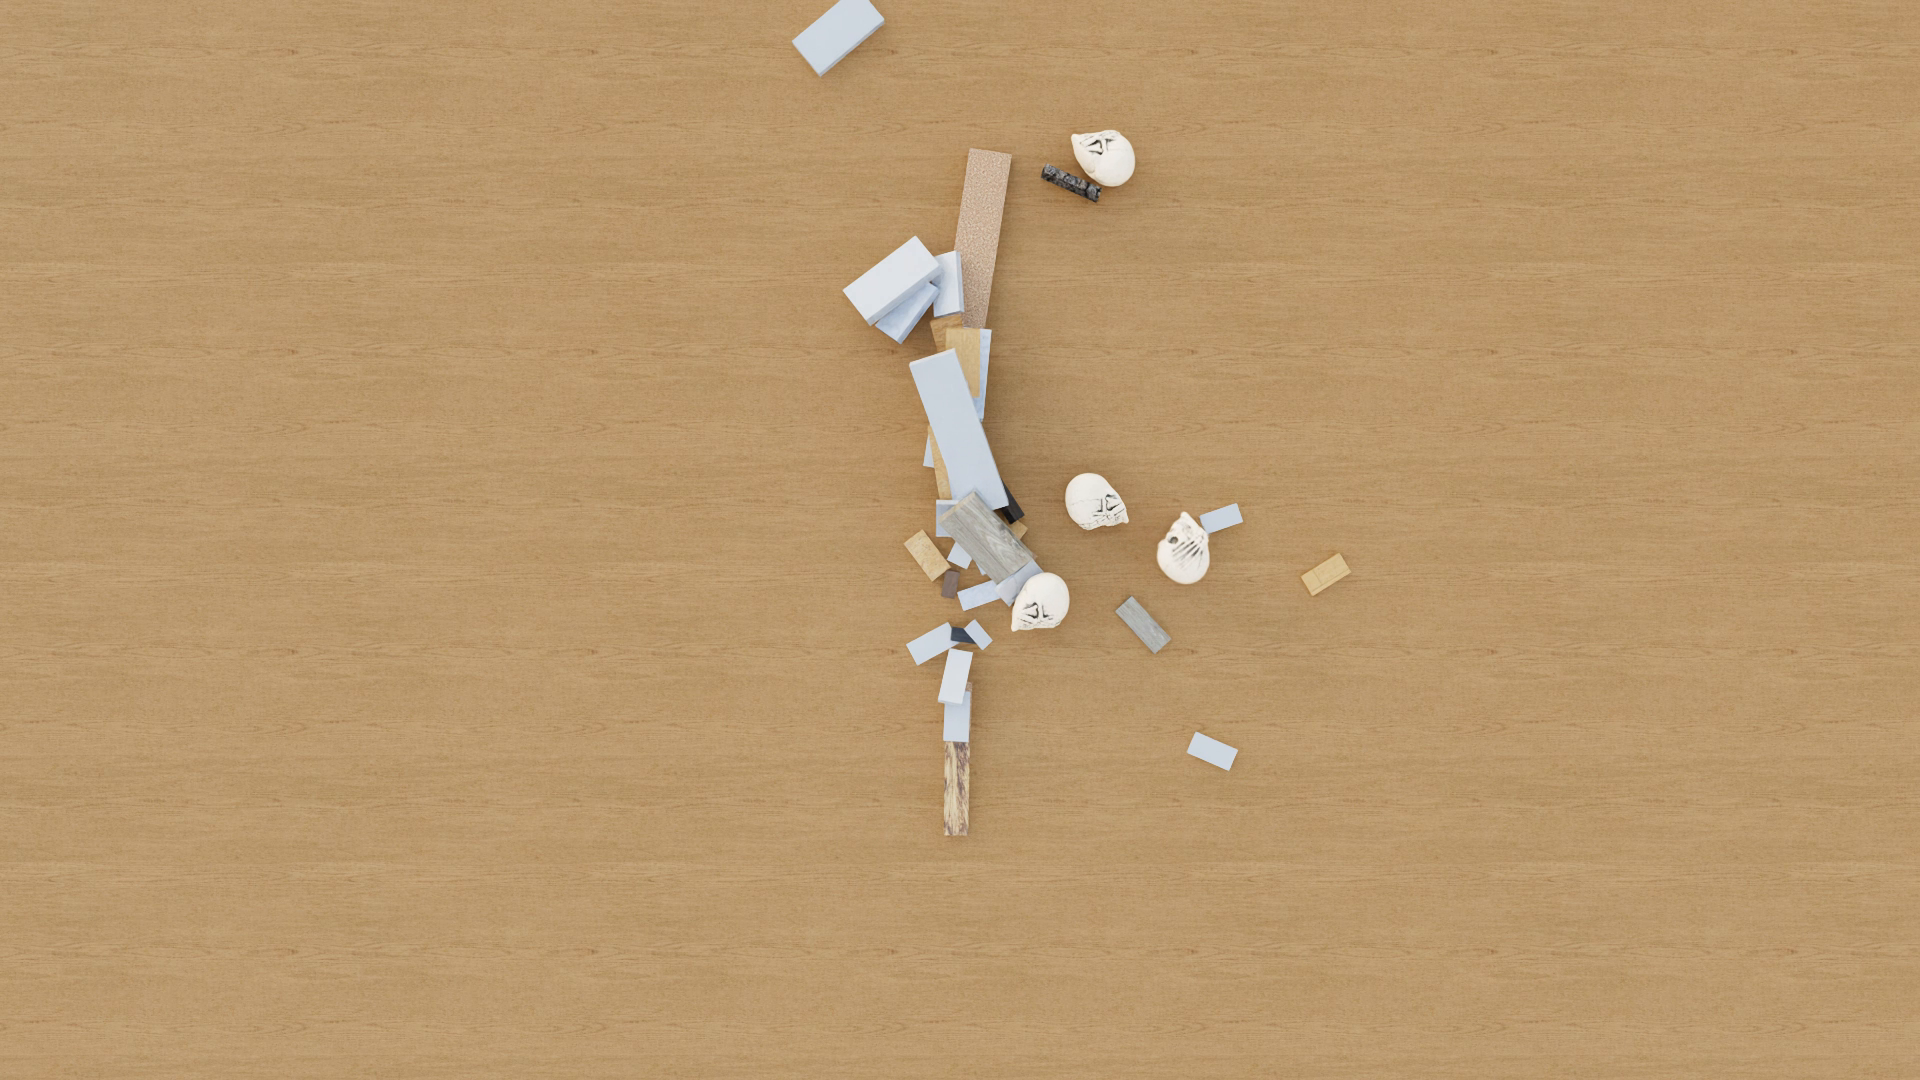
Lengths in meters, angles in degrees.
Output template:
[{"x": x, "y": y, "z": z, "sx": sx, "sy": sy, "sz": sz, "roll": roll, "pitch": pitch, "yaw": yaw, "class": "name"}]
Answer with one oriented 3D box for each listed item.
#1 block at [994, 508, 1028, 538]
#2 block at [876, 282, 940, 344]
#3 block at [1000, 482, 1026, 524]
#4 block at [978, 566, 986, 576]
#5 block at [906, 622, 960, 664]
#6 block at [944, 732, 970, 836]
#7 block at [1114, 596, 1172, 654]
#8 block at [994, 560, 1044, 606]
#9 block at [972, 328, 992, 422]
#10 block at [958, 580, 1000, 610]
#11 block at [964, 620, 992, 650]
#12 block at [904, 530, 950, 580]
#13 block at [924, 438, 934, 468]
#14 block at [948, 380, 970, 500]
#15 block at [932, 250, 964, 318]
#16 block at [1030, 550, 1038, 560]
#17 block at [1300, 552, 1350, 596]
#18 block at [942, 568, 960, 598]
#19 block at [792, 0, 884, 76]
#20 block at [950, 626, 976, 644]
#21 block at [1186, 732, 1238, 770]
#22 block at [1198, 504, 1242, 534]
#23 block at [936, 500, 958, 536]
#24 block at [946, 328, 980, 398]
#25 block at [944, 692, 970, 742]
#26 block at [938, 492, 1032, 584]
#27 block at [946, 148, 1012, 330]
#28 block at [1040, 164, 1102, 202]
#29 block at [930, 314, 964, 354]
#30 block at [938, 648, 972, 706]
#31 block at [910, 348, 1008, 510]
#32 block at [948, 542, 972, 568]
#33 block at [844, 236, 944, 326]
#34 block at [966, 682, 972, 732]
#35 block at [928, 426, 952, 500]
[{"x": 0.147, "y": -0.054, "z": 5.474, "sx": 0.146, "sy": 0.021, "sz": 0.073, "roll": 38, "pitch": 62, "yaw": 0, "class": "block"}, {"x": -0.173, "y": -0.766, "z": 5.457, "sx": 0.109, "sy": 0.031, "sz": 0.219, "roll": 38, "pitch": 91, "yaw": 31, "class": "block"}, {"x": 0.147, "y": -0.135, "z": 5.459, "sx": 0.023, "sy": 0.081, "sz": 0.163, "roll": -33, "pitch": 90, "yaw": 29, "class": "block"}, {"x": 0.076, "y": 0.046, "z": 5.464, "sx": 0.066, "sy": 0.019, "sz": 0.131, "roll": -25, "pitch": 114, "yaw": 2, "class": "block"}, {"x": -0.091, "y": 0.345, "z": 5.489, "sx": 0.158, "sy": 0.022, "sz": 0.079, "roll": -28, "pitch": 90, "yaw": 0, "class": "block"}, {"x": -0.010, "y": 0.737, "z": 5.488, "sx": 0.082, "sy": 0.023, "sz": 0.485, "roll": 1, "pitch": 90, "yaw": 0, "class": "block"}, {"x": 0.609, "y": 0.283, "z": 5.489, "sx": 0.075, "sy": 0.021, "sz": 0.193, "roll": -43, "pitch": 90, "yaw": 0, "class": "block"}, {"x": 0.197, "y": 0.137, "z": 5.467, "sx": 0.163, "sy": 0.023, "sz": 0.081, "roll": -42, "pitch": 125, "yaw": 0, "class": "block"}, {"x": 0.013, "y": -0.543, "z": 5.381, "sx": 0.151, "sy": 0.043, "sz": 0.301, "roll": 6, "pitch": 78, "yaw": -1, "class": "block"}, {"x": 0.063, "y": 0.183, "z": 5.491, "sx": 0.131, "sy": 0.019, "sz": 0.066, "roll": -19, "pitch": 90, "yaw": 0, "class": "block"}, {"x": 0.061, "y": 0.315, "z": 5.479, "sx": 0.047, "sy": 0.013, "sz": 0.094, "roll": -43, "pitch": 101, "yaw": -14, "class": "block"}, {"x": -0.109, "y": 0.051, "z": 5.489, "sx": 0.079, "sy": 0.022, "sz": 0.158, "roll": -37, "pitch": 90, "yaw": 0, "class": "block"}, {"x": -0.022, "y": -0.383, "z": 5.449, "sx": 0.151, "sy": 0.043, "sz": 0.302, "roll": 9, "pitch": 101, "yaw": 0, "class": "block"}, {"x": 0.001, "y": -0.316, "z": 5.347, "sx": 0.109, "sy": 0.031, "sz": 0.396, "roll": -8, "pitch": 112, "yaw": 4, "class": "block"}, {"x": -0.042, "y": -0.843, "z": 5.445, "sx": 0.102, "sy": 0.029, "sz": 0.203, "roll": -9, "pitch": 80, "yaw": 33, "class": "block"}, {"x": 0.163, "y": 0.031, "z": 5.488, "sx": 0.179, "sy": 0.023, "sz": 0.081, "roll": 38, "pitch": 90, "yaw": 0, "class": "block"}, {"x": 1.216, "y": 0.114, "z": 5.489, "sx": 0.150, "sy": 0.021, "sz": 0.075, "roll": -32, "pitch": 90, "yaw": 0, "class": "block"}, {"x": -0.031, "y": 0.146, "z": 5.482, "sx": 0.047, "sy": 0.013, "sz": 0.094, "roll": 12, "pitch": 105, "yaw": 0, "class": "block"}, {"x": -0.404, "y": -1.688, "z": 5.480, "sx": 0.282, "sy": 0.040, "sz": 0.141, "roll": -40, "pitch": 90, "yaw": 0, "class": "block"}, {"x": 0.015, "y": 0.317, "z": 5.478, "sx": 0.094, "sy": 0.013, "sz": 0.047, "roll": 8, "pitch": 86, "yaw": -18, "class": "block"}, {"x": 0.839, "y": 0.702, "z": 5.489, "sx": 0.150, "sy": 0.021, "sz": 0.075, "roll": 24, "pitch": 90, "yaw": 0, "class": "block"}, {"x": 0.868, "y": -0.070, "z": 5.491, "sx": 0.131, "sy": 0.019, "sz": 0.066, "roll": -19, "pitch": 90, "yaw": 0, "class": "block"}, {"x": -0.042, "y": -0.071, "z": 5.442, "sx": 0.073, "sy": 0.021, "sz": 0.146, "roll": 1, "pitch": 133, "yaw": 0, "class": "block"}, {"x": 0.008, "y": -0.569, "z": 5.298, "sx": 0.109, "sy": 0.031, "sz": 0.219, "roll": -1, "pitch": 105, "yaw": -5, "class": "block"}, {"x": -0.010, "y": 0.581, "z": 5.442, "sx": 0.082, "sy": 0.023, "sz": 0.164, "roll": 3, "pitch": 90, "yaw": 0, "class": "block"}, {"x": 0.085, "y": -0.005, "z": 5.396, "sx": 0.151, "sy": 0.043, "sz": 0.302, "roll": -36, "pitch": 114, "yaw": 17, "class": "block"}, {"x": 0.036, "y": -0.864, "z": 5.480, "sx": 0.141, "sy": 0.040, "sz": 0.858, "roll": 9, "pitch": 90, "yaw": 0, "class": "block"}, {"x": 0.368, "y": -1.179, "z": 5.449, "sx": 0.203, "sy": 0.102, "sz": 0.029, "roll": 24, "pitch": 90, "yaw": 0, "class": "block"}, {"x": -0.026, "y": -0.624, "z": 5.359, "sx": 0.102, "sy": 0.029, "sz": 0.203, "roll": -13, "pitch": 79, "yaw": -5, "class": "block"}, {"x": -0.015, "y": 0.453, "z": 5.443, "sx": 0.079, "sy": 0.022, "sz": 0.188, "roll": 10, "pitch": 62, "yaw": 4, "class": "block"}, {"x": 0.000, "y": -0.338, "z": 5.298, "sx": 0.151, "sy": 0.043, "sz": 0.543, "roll": -17, "pitch": 111, "yaw": 8, "class": "block"}, {"x": 0.021, "y": 0.016, "z": 5.490, "sx": 0.073, "sy": 0.021, "sz": 0.146, "roll": 26, "pitch": 90, "yaw": 0, "class": "block"}, {"x": -0.222, "y": -0.856, "z": 5.447, "sx": 0.301, "sy": 0.043, "sz": 0.151, "roll": -37, "pitch": 64, "yaw": 0, "class": "block"}, {"x": -0.003, "y": 0.551, "z": 5.465, "sx": 0.082, "sy": 0.023, "sz": 0.164, "roll": 2, "pitch": 90, "yaw": 0, "class": "block"}, {"x": -0.007, "y": -0.238, "z": 5.433, "sx": 0.151, "sy": 0.043, "sz": 0.301, "roll": -9, "pitch": 103, "yaw": 4, "class": "block"}]
